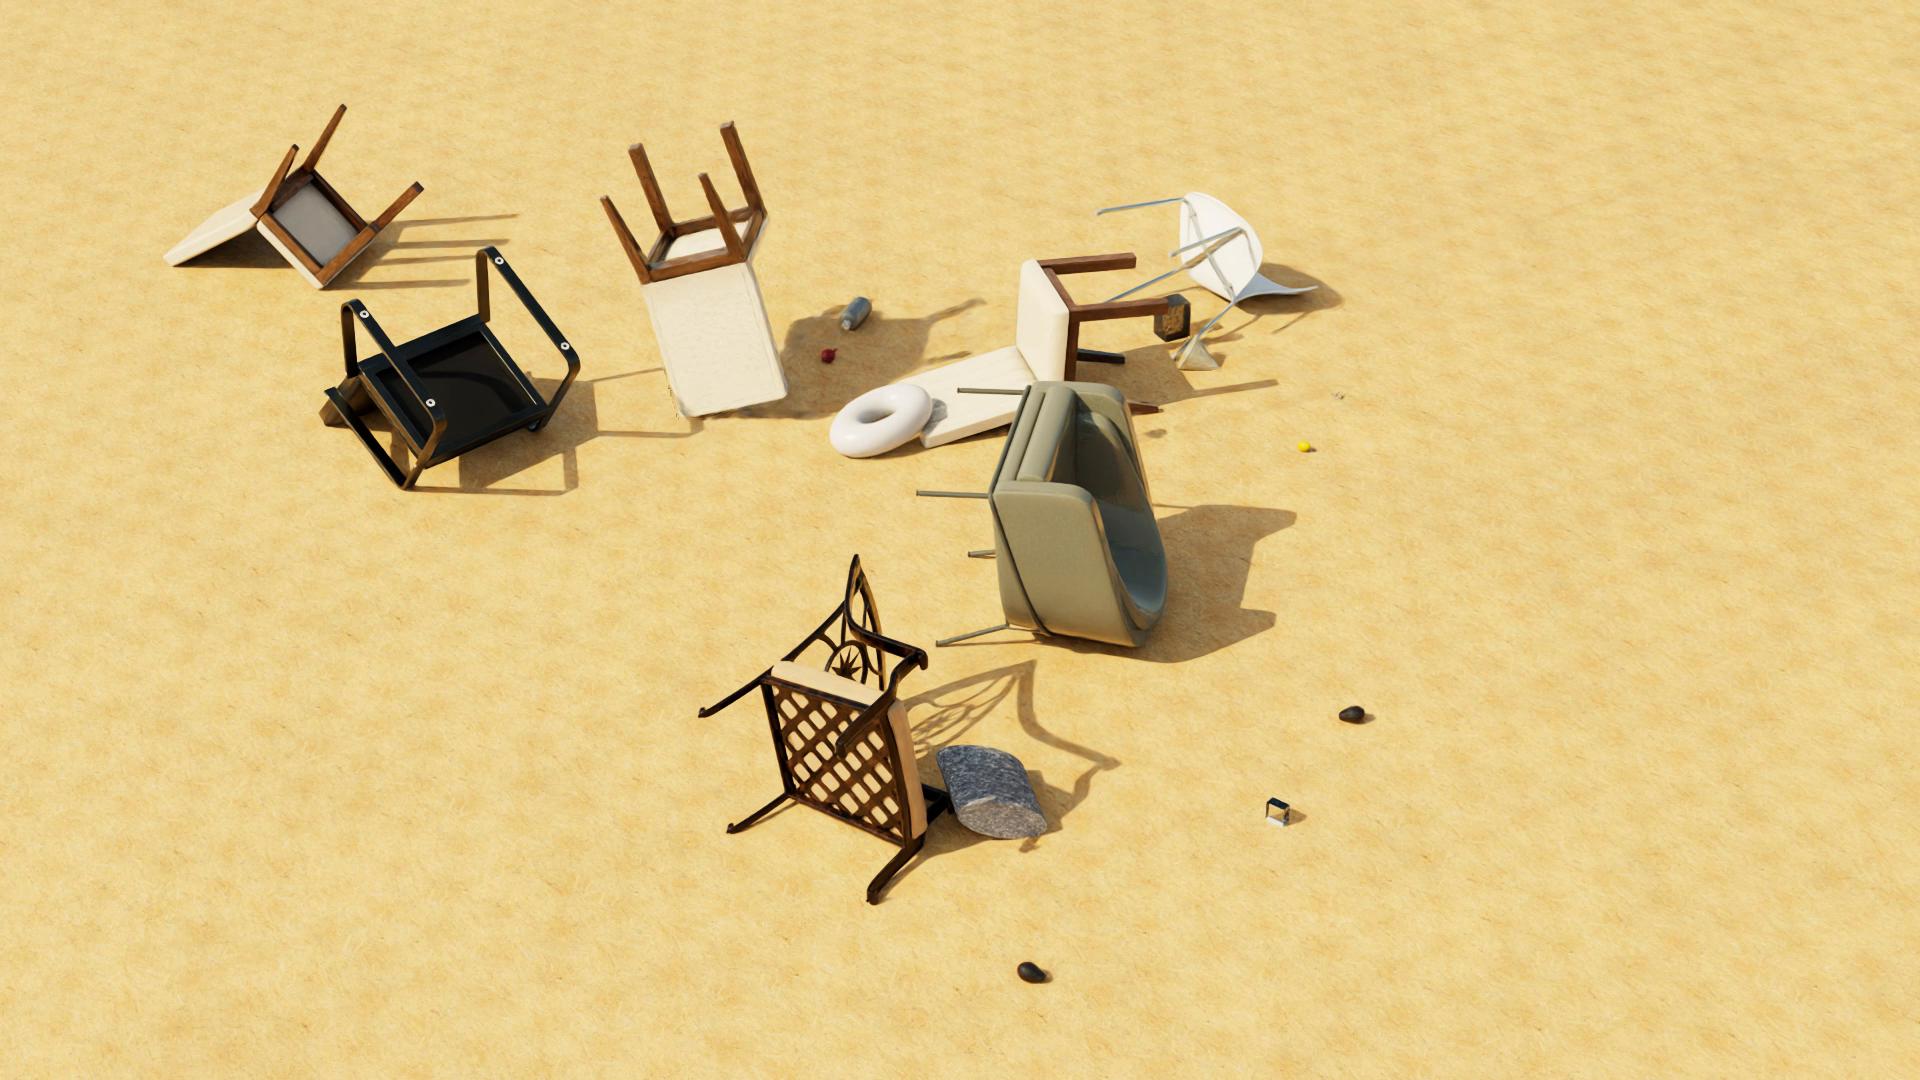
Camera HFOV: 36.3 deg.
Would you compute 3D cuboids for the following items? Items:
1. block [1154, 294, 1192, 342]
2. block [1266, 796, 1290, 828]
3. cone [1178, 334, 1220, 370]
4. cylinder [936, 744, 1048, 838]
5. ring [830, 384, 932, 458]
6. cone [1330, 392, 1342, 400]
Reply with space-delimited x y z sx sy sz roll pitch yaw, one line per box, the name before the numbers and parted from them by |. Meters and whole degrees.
block | 0.883 -0.925 12.206 0.118 0.157 0.098 -17 37 -23
block | 1.033 0.885 9.536 0.067 0.071 0.037 24 40 31
cone | 0.999 -0.736 11.998 0.156 0.158 0.144 28 14 -6
cylinder | 0.101 0.818 9.547 0.319 0.133 0.314 12 28 -22
ring | -0.309 -0.470 11.493 0.448 0.129 0.312 -30 40 -21
cone | 1.511 -0.579 11.809 0.039 0.032 0.045 -8 43 33
